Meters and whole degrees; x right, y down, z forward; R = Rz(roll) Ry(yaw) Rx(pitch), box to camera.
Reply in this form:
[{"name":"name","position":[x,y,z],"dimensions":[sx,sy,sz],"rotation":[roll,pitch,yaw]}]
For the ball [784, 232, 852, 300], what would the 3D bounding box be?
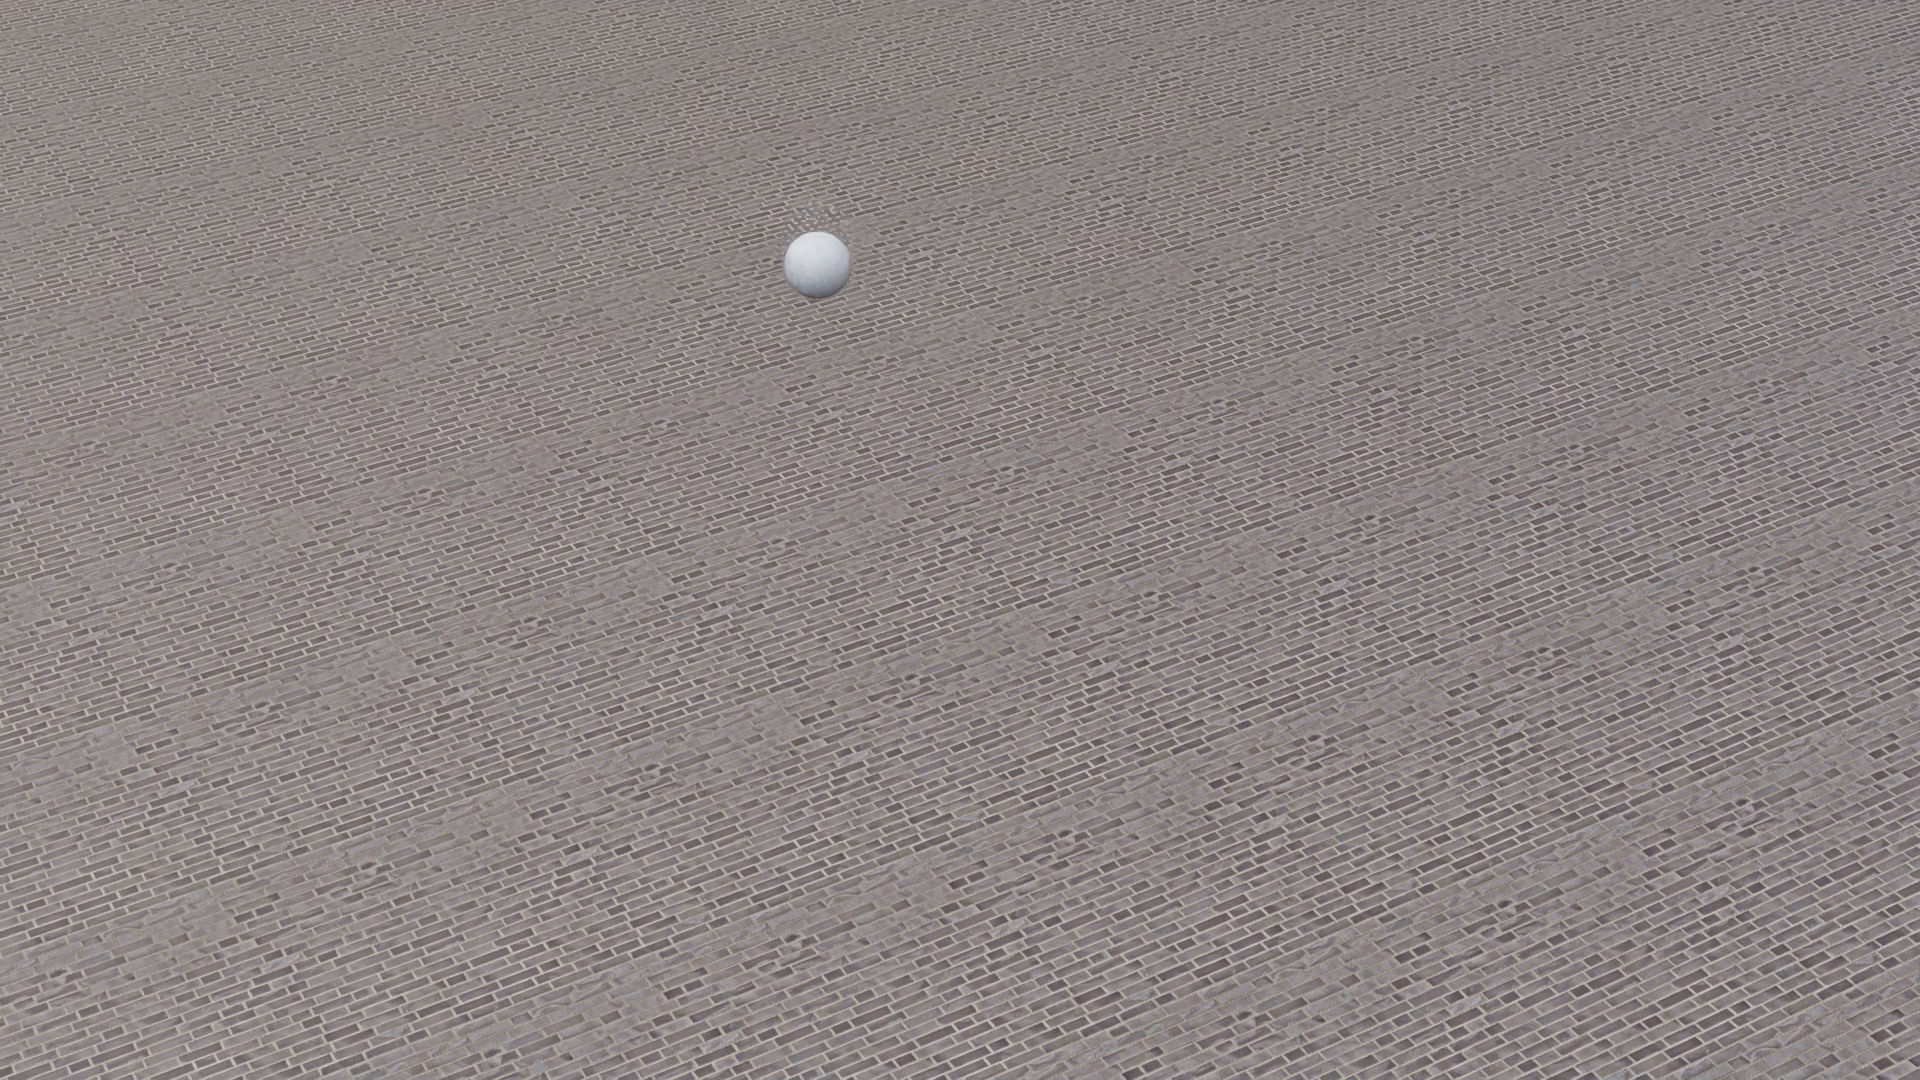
[{"name":"ball","position":[-0.378,-0.730,7.788],"dimensions":[0.179,0.179,0.179],"rotation":[0,33,0]}]
